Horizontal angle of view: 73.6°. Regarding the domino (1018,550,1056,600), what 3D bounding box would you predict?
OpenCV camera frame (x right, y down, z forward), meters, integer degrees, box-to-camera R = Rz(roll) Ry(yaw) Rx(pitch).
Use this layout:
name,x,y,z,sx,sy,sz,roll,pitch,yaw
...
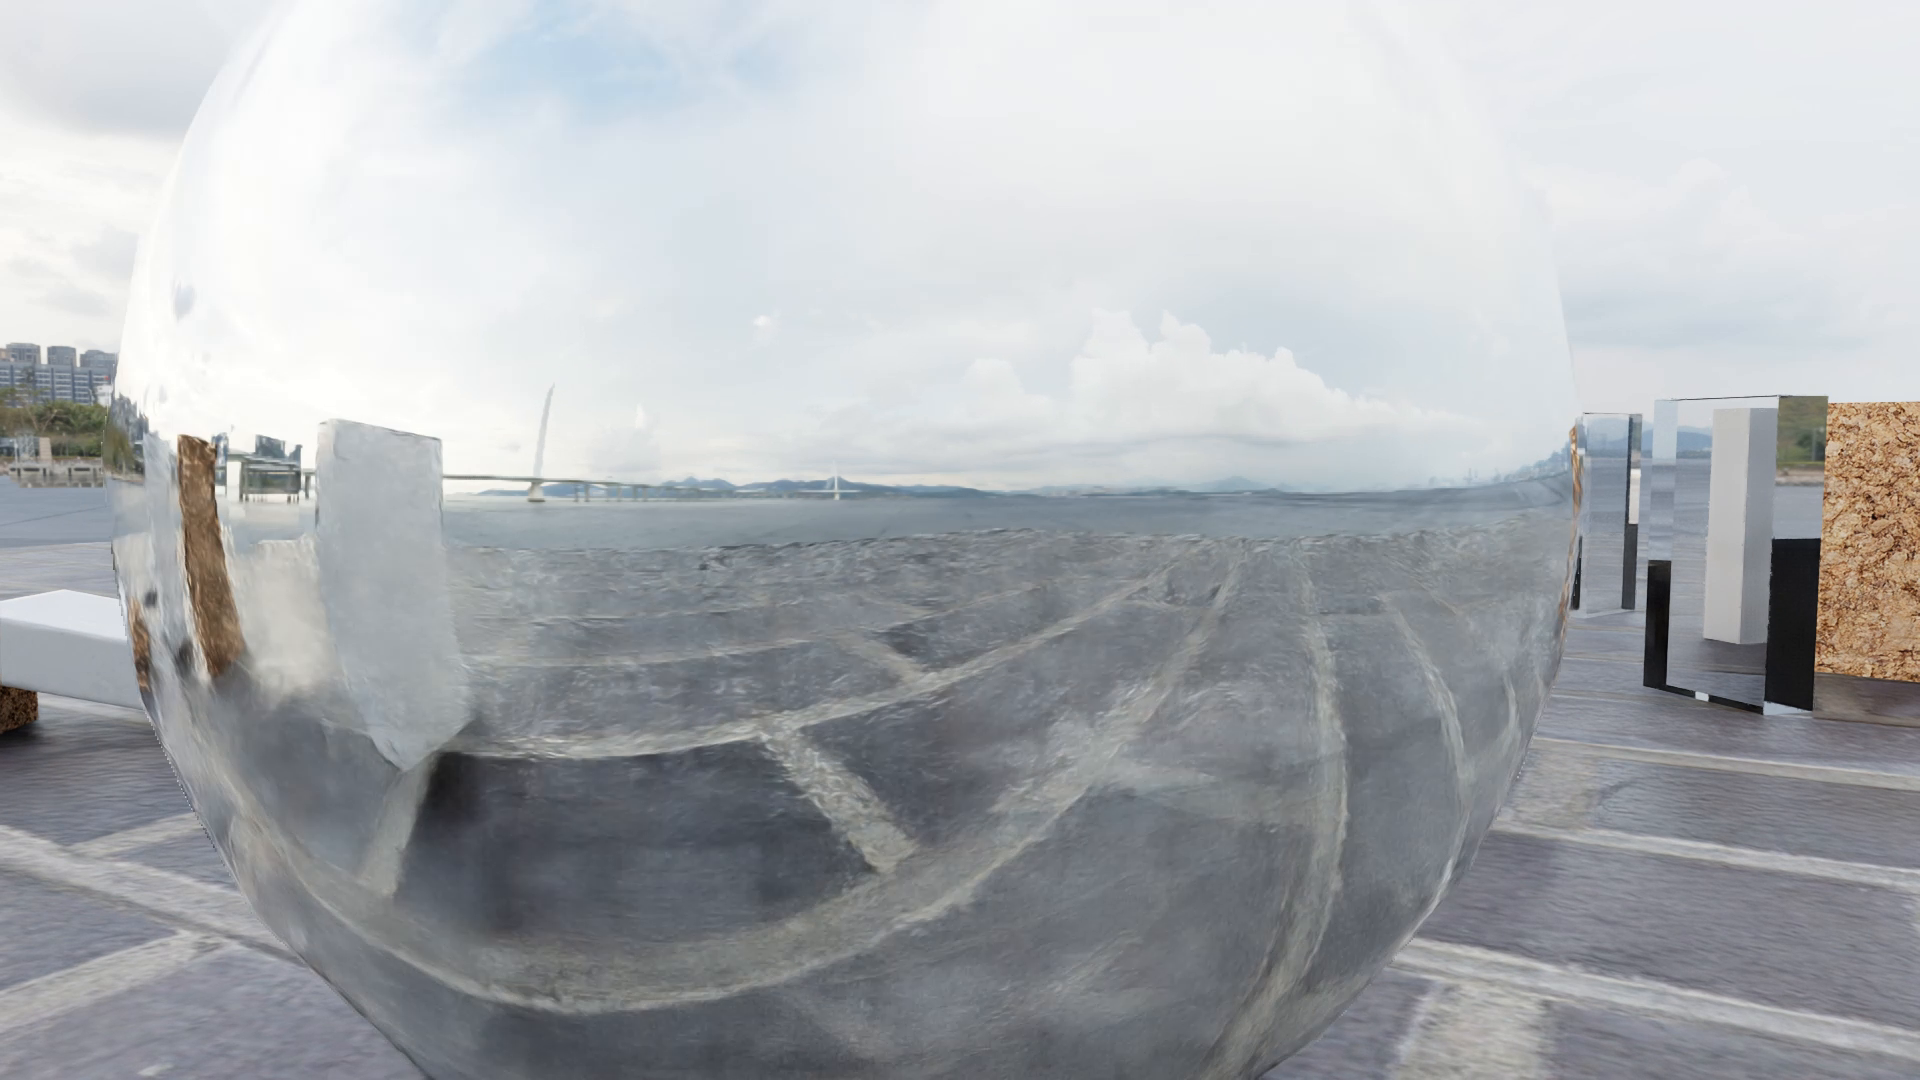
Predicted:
name,x,y,z,sx,sy,sz,roll,pitch,yaw
domino,0.014,0.010,0.377,0.025,0.010,0.050,1,4,8

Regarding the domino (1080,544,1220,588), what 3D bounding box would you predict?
name,x,y,z,sx,sy,sz,roll,pitch,yaw
domino,0.065,0.008,0.400,0.050,0.009,0.025,-3,5,-32

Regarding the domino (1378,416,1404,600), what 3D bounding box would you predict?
name,x,y,z,sx,sy,sz,roll,pitch,yaw
domino,0.126,-0.009,0.357,0.009,0.050,0.025,3,6,39

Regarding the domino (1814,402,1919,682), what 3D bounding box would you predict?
name,x,y,z,sx,sy,sz,roll,pitch,yaw
domino,0.170,0.000,0.235,0.025,0.050,0.009,4,6,43

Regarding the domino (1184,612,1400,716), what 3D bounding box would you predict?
name,x,y,z,sx,sy,sz,roll,pitch,yaw
domino,0.065,0.021,0.227,0.050,0.010,0.025,-4,6,-43

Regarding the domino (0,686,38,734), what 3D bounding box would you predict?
name,x,y,z,sx,sy,sz,roll,pitch,yaw
domino,-0.165,0.024,0.182,0.050,0.010,0.025,-1,4,-10

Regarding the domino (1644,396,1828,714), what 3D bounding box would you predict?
name,x,y,z,sx,sy,sz,roll,pitch,yaw
domino,0.128,0.002,0.213,0.010,0.050,0.025,-1,4,-14

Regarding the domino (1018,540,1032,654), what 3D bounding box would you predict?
name,x,y,z,sx,sy,sz,roll,pitch,yaw
domino,0.002,0.012,0.282,0.025,0.010,0.050,0,16,0

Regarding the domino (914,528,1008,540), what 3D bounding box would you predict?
name,x,y,z,sx,sy,sz,roll,pitch,yaw
domino,0.000,0.008,0.328,0.025,0.010,0.050,0,16,0

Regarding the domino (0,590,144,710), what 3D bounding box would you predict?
name,x,y,z,sx,sy,sz,roll,pitch,yaw
domino,-0.118,0.018,0.194,0.050,0.010,0.025,11,3,-6

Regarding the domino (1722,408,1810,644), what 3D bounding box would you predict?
name,x,y,z,sx,sy,sz,roll,pitch,yaw
domino,0.181,-0.003,0.280,0.025,0.050,0.009,-1,4,-14

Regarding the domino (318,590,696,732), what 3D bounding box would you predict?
name,x,y,z,sx,sy,sz,roll,pitch,yaw
domino,-0.068,0.018,0.199,0.050,0.009,0.025,11,3,-6

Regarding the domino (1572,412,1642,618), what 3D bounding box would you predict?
name,x,y,z,sx,sy,sz,roll,pitch,yaw
domino,0.160,-0.007,0.323,0.025,0.050,0.009,-3,5,-37

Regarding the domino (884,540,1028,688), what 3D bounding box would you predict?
name,x,y,z,sx,sy,sz,roll,pitch,yaw
domino,-0.001,0.013,0.246,0.025,0.009,0.050,0,20,0

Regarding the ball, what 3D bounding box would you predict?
name,x,y,z,sx,sy,sz,roll,pitch,yaw
ball,-0.005,-0.003,0.080,0.080,0.080,0.080,0,4,0

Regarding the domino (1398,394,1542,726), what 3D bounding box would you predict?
name,x,y,z,sx,sy,sz,roll,pitch,yaw
domino,0.081,0.002,0.205,0.009,0.050,0.025,0,4,-6

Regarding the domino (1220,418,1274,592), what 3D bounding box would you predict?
name,x,y,z,sx,sy,sz,roll,pitch,yaw
domino,0.085,-0.011,0.381,0.009,0.050,0.025,3,5,24
